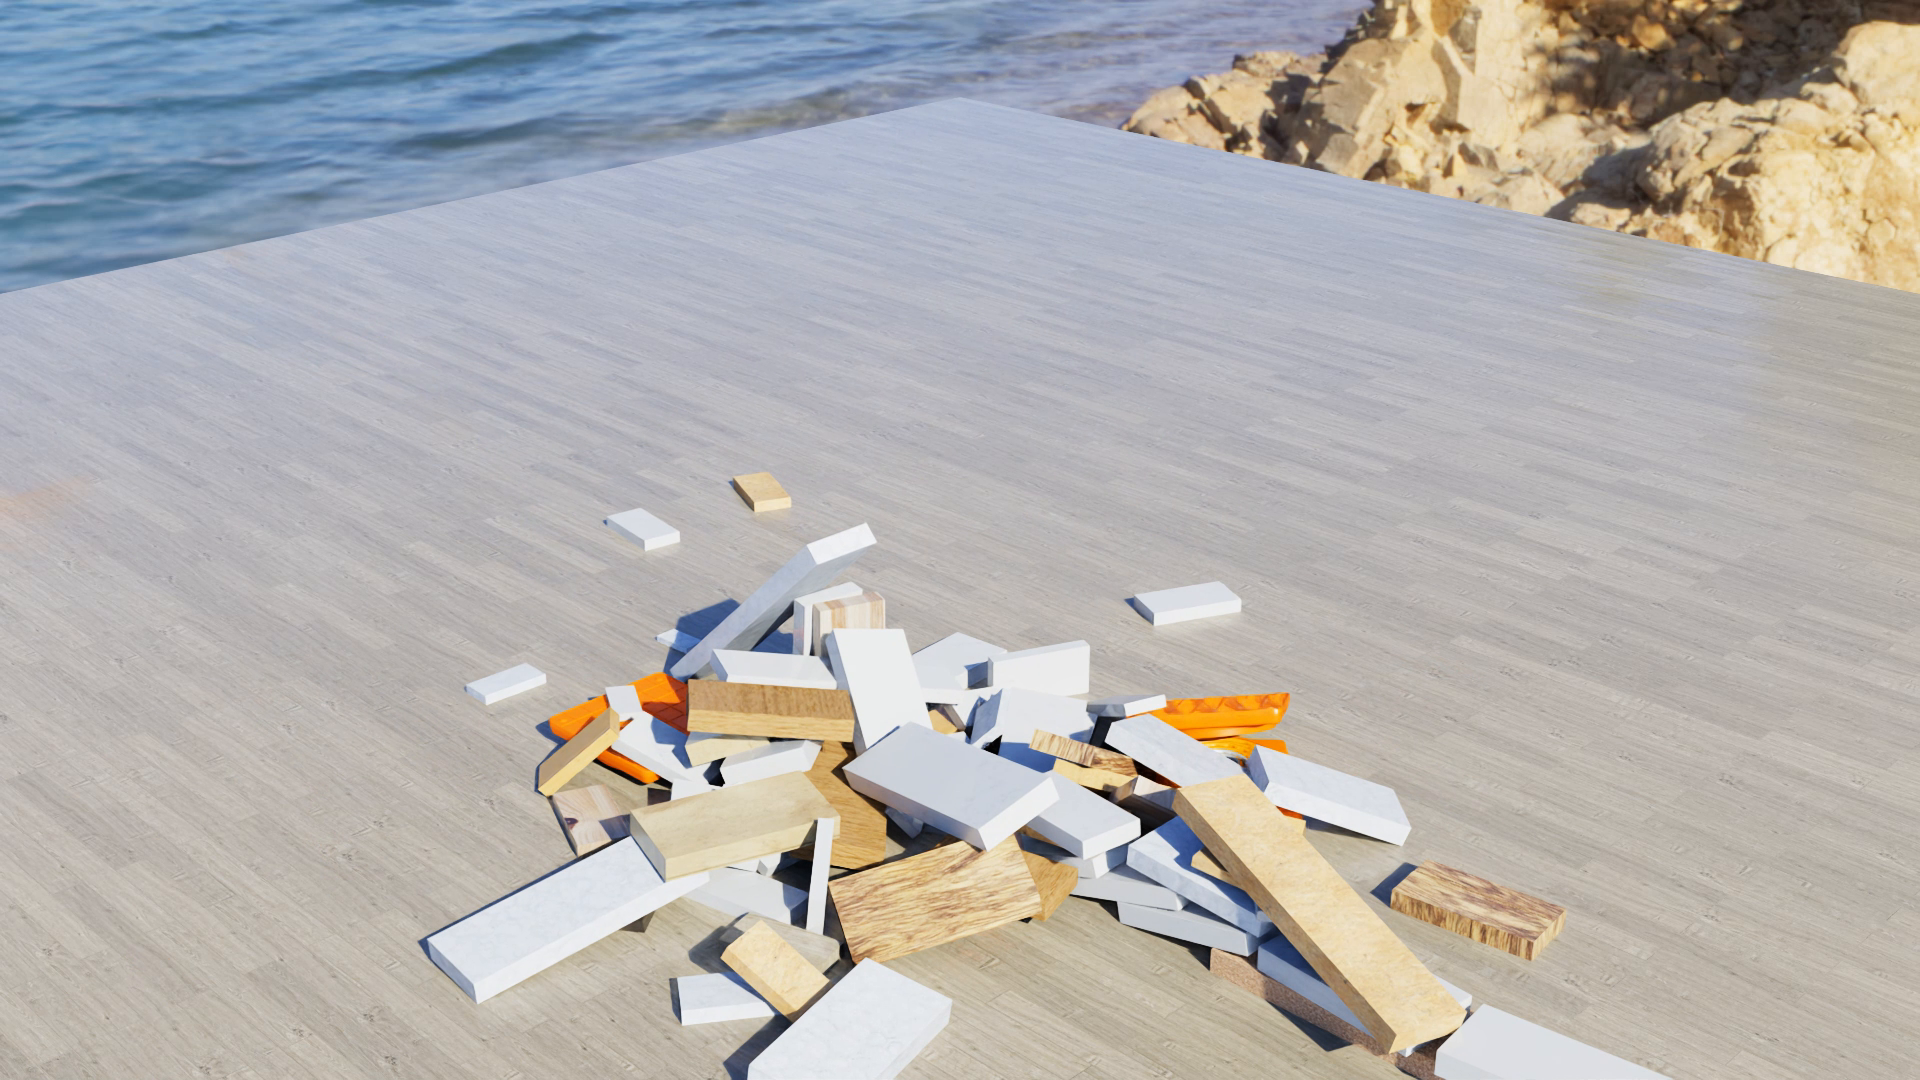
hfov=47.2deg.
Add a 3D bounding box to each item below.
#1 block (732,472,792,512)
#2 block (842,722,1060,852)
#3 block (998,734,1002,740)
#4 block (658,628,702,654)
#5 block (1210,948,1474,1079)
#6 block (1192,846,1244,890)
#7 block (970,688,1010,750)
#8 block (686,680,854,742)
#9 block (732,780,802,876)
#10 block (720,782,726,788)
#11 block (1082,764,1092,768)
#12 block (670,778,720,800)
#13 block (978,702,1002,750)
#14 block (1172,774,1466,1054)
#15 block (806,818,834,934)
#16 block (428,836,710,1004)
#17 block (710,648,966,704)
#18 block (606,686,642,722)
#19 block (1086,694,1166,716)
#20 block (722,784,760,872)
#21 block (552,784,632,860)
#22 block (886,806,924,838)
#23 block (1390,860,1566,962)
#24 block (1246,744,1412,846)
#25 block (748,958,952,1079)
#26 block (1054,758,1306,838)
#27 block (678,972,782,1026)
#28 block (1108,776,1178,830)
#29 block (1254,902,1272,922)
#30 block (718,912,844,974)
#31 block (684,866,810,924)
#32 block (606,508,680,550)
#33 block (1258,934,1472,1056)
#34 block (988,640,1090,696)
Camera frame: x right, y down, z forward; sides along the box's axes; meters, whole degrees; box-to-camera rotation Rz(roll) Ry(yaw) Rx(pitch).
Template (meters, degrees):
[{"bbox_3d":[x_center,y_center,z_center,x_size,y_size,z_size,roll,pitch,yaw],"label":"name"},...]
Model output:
[{"bbox_3d":[-0.544,-0.133,6.036,0.103,0.029,0.205,-9,25,-20],"label":"block"},{"bbox_3d":[-0.025,0.468,4.239,0.177,0.050,0.488,-33,25,-25],"label":"block"},{"bbox_3d":[0.154,0.429,4.654,0.087,0.025,0.174,-19,45,-43],"label":"block"},{"bbox_3d":[-0.659,0.238,5.180,0.103,0.015,0.052,19,29,37],"label":"block"},{"bbox_3d":[0.747,0.820,3.767,0.675,0.047,0.167,21,31,40],"label":"block"},{"bbox_3d":[0.494,0.584,3.909,0.147,0.021,0.073,22,32,30],"label":"block"},{"bbox_3d":[0.063,0.380,4.622,0.022,0.079,0.158,43,24,-14],"label":"block"},{"bbox_3d":[-0.383,0.342,4.418,0.327,0.046,0.163,5,17,-9],"label":"block"},{"bbox_3d":[-0.404,0.564,4.299,0.100,0.028,0.206,-22,53,-41],"label":"block"},{"bbox_3d":[-0.464,0.543,4.442,0.110,0.031,0.490,13,26,27],"label":"block"},{"bbox_3d":[0.205,0.506,4.538,0.174,0.025,0.087,-21,31,-40],"label":"block"},{"bbox_3d":[-0.476,0.533,4.361,0.200,0.028,0.100,12,31,-10],"label":"block"},{"bbox_3d":[0.073,0.398,4.708,0.063,0.018,0.126,11,35,-12],"label":"block"},{"bbox_3d":[0.608,0.629,3.797,0.154,0.044,0.632,-8,38,-31],"label":"block"},{"bbox_3d":[-0.259,0.629,4.080,0.030,0.106,0.212,6,37,-2],"label":"block"},{"bbox_3d":[-0.711,0.676,4.027,0.496,0.046,0.163,-25,37,-34],"label":"block"},{"bbox_3d":[-0.256,0.290,4.652,0.540,0.033,0.116,6,22,-26],"label":"block"},{"bbox_3d":[-0.725,0.352,4.741,0.063,0.018,0.126,-4,25,-16],"label":"block"},{"bbox_3d":[0.347,0.356,4.722,0.092,0.026,0.287,-12,-1,-17],"label":"block"},{"bbox_3d":[-0.427,0.556,4.253,0.092,0.026,0.184,14,38,-7],"label":"block"},{"bbox_3d":[-0.735,0.561,4.398,0.110,0.031,0.221,-9,25,-20],"label":"block"},{"bbox_3d":[-0.103,0.528,4.423,0.022,0.079,0.158,-40,12,21],"label":"block"},{"bbox_3d":[0.963,0.686,4.093,0.283,0.040,0.142,17,28,35],"label":"block"},{"bbox_3d":[0.732,0.506,4.372,0.309,0.044,0.154,19,21,-11],"label":"block"},{"bbox_3d":[-0.180,0.841,3.678,0.177,0.050,0.355,22,30,23],"label":"block"},{"bbox_3d":[0.426,0.530,4.283,0.496,0.142,0.040,13,64,16],"label":"block"},{"bbox_3d":[-0.387,0.796,3.848,0.206,0.029,0.103,-4,23,-10],"label":"block"},{"bbox_3d":[0.426,0.536,4.200,0.266,0.133,0.038,26,63,-10],"label":"block"},{"bbox_3d":[0.591,0.643,3.854,0.147,0.021,0.073,5,27,0],"label":"block"},{"bbox_3d":[-0.324,0.738,3.984,0.206,0.029,0.103,12,26,26],"label":"block"},{"bbox_3d":[-0.405,0.668,4.147,0.239,0.030,0.106,15,27,31],"label":"block"},{"bbox_3d":[-0.835,-0.029,5.792,0.103,0.029,0.205,-16,28,-33],"label":"block"},{"bbox_3d":[0.693,0.761,3.786,0.167,0.047,0.333,-18,29,-36],"label":"block"},{"bbox_3d":[0.176,0.300,4.906,0.232,0.116,0.033,-9,25,-20],"label":"block"}]
